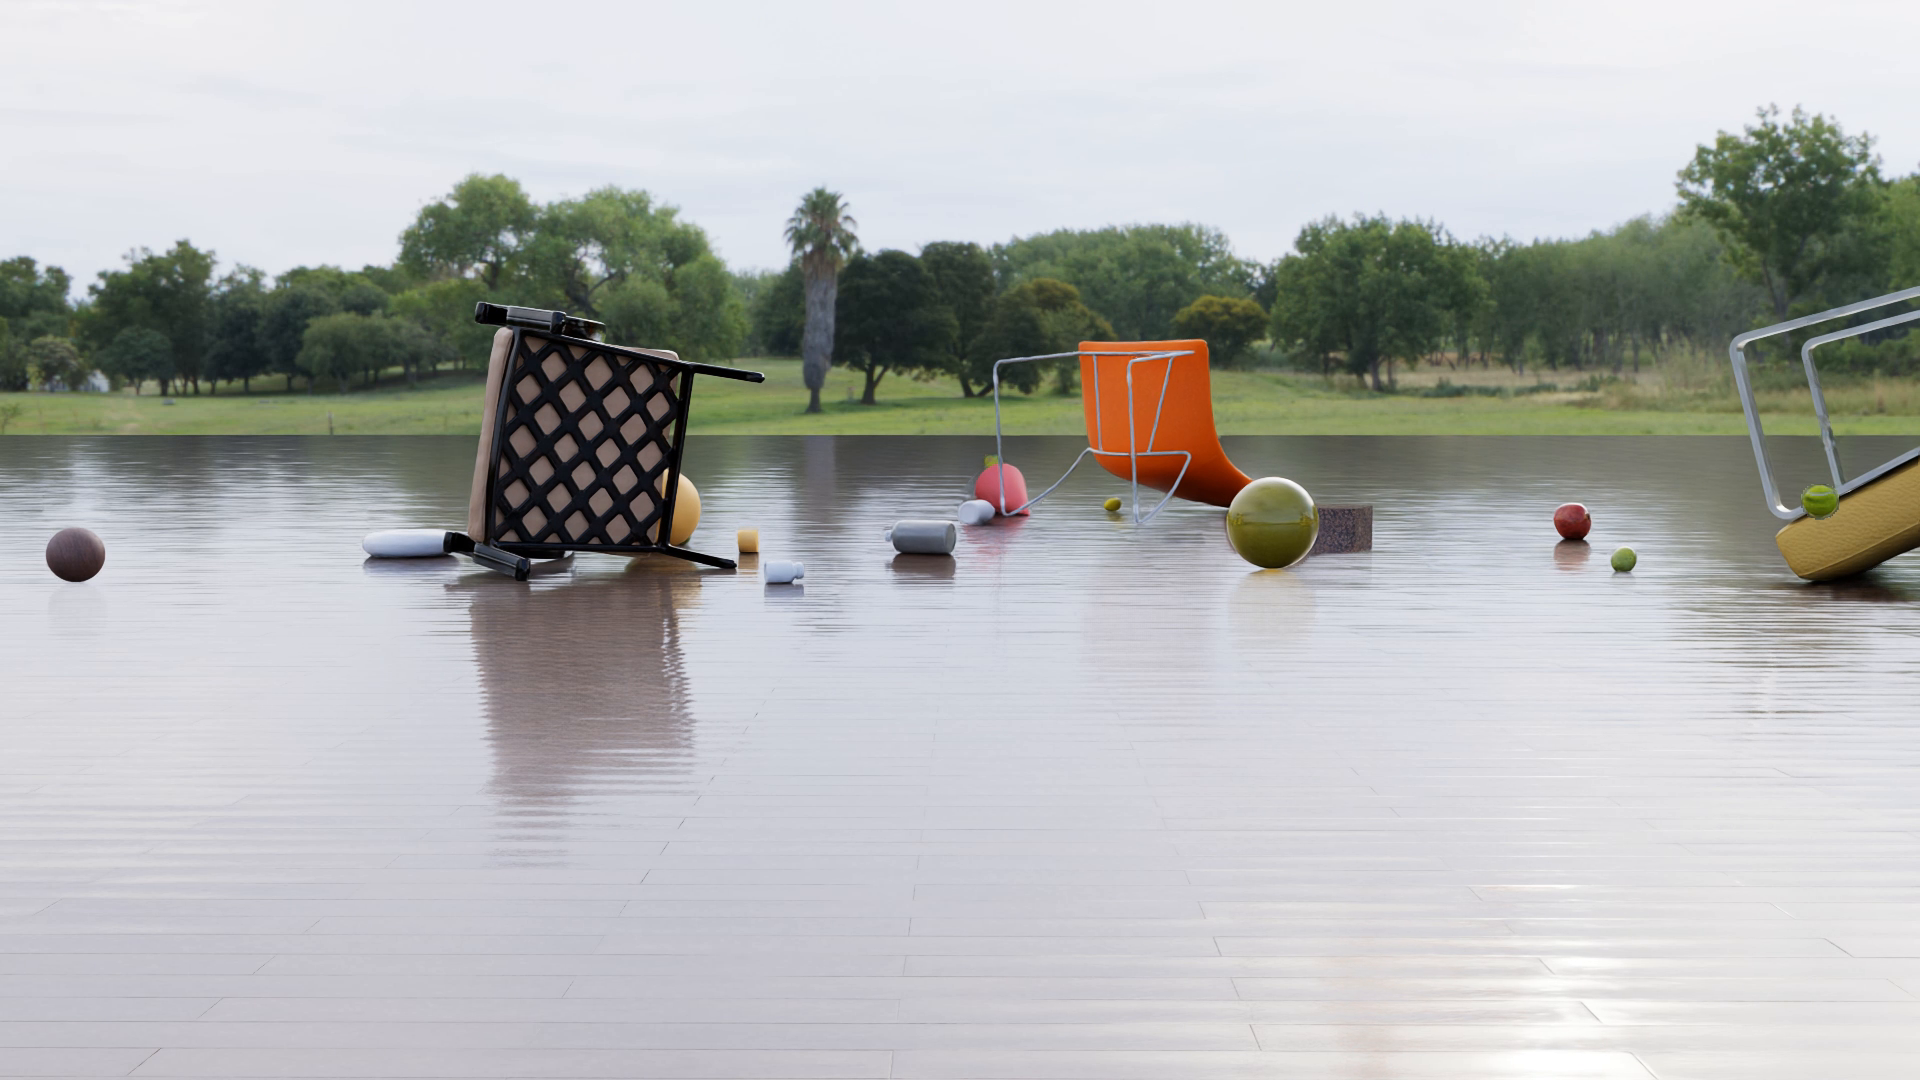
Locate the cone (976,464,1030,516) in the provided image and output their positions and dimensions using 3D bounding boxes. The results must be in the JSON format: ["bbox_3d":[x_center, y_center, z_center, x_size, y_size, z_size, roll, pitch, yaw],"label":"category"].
[{"bbox_3d":[0.197,-0.138,7.892,0.229,0.184,0.217,37,5,-42],"label":"cone"}]

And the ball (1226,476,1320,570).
[{"bbox_3d":[0.780,-0.042,5.487,0.230,0.230,0.230,0,4,0],"label":"ball"}]

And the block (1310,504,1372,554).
[{"bbox_3d":[1.022,-0.033,6.132,0.211,0.122,0.186,2,4,25],"label":"block"}]

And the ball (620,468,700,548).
[{"bbox_3d":[-0.842,-0.088,6.187,0.226,0.226,0.226,0,4,0],"label":"ball"}]

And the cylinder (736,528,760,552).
[{"bbox_3d":[-0.583,0.001,6.059,0.050,0.060,0.074,-10,-33,8],"label":"cylinder"}]

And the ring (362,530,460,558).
[{"bbox_3d":[-1.485,0.009,5.946,0.258,0.067,0.256,0,3,14],"label":"ring"}]
